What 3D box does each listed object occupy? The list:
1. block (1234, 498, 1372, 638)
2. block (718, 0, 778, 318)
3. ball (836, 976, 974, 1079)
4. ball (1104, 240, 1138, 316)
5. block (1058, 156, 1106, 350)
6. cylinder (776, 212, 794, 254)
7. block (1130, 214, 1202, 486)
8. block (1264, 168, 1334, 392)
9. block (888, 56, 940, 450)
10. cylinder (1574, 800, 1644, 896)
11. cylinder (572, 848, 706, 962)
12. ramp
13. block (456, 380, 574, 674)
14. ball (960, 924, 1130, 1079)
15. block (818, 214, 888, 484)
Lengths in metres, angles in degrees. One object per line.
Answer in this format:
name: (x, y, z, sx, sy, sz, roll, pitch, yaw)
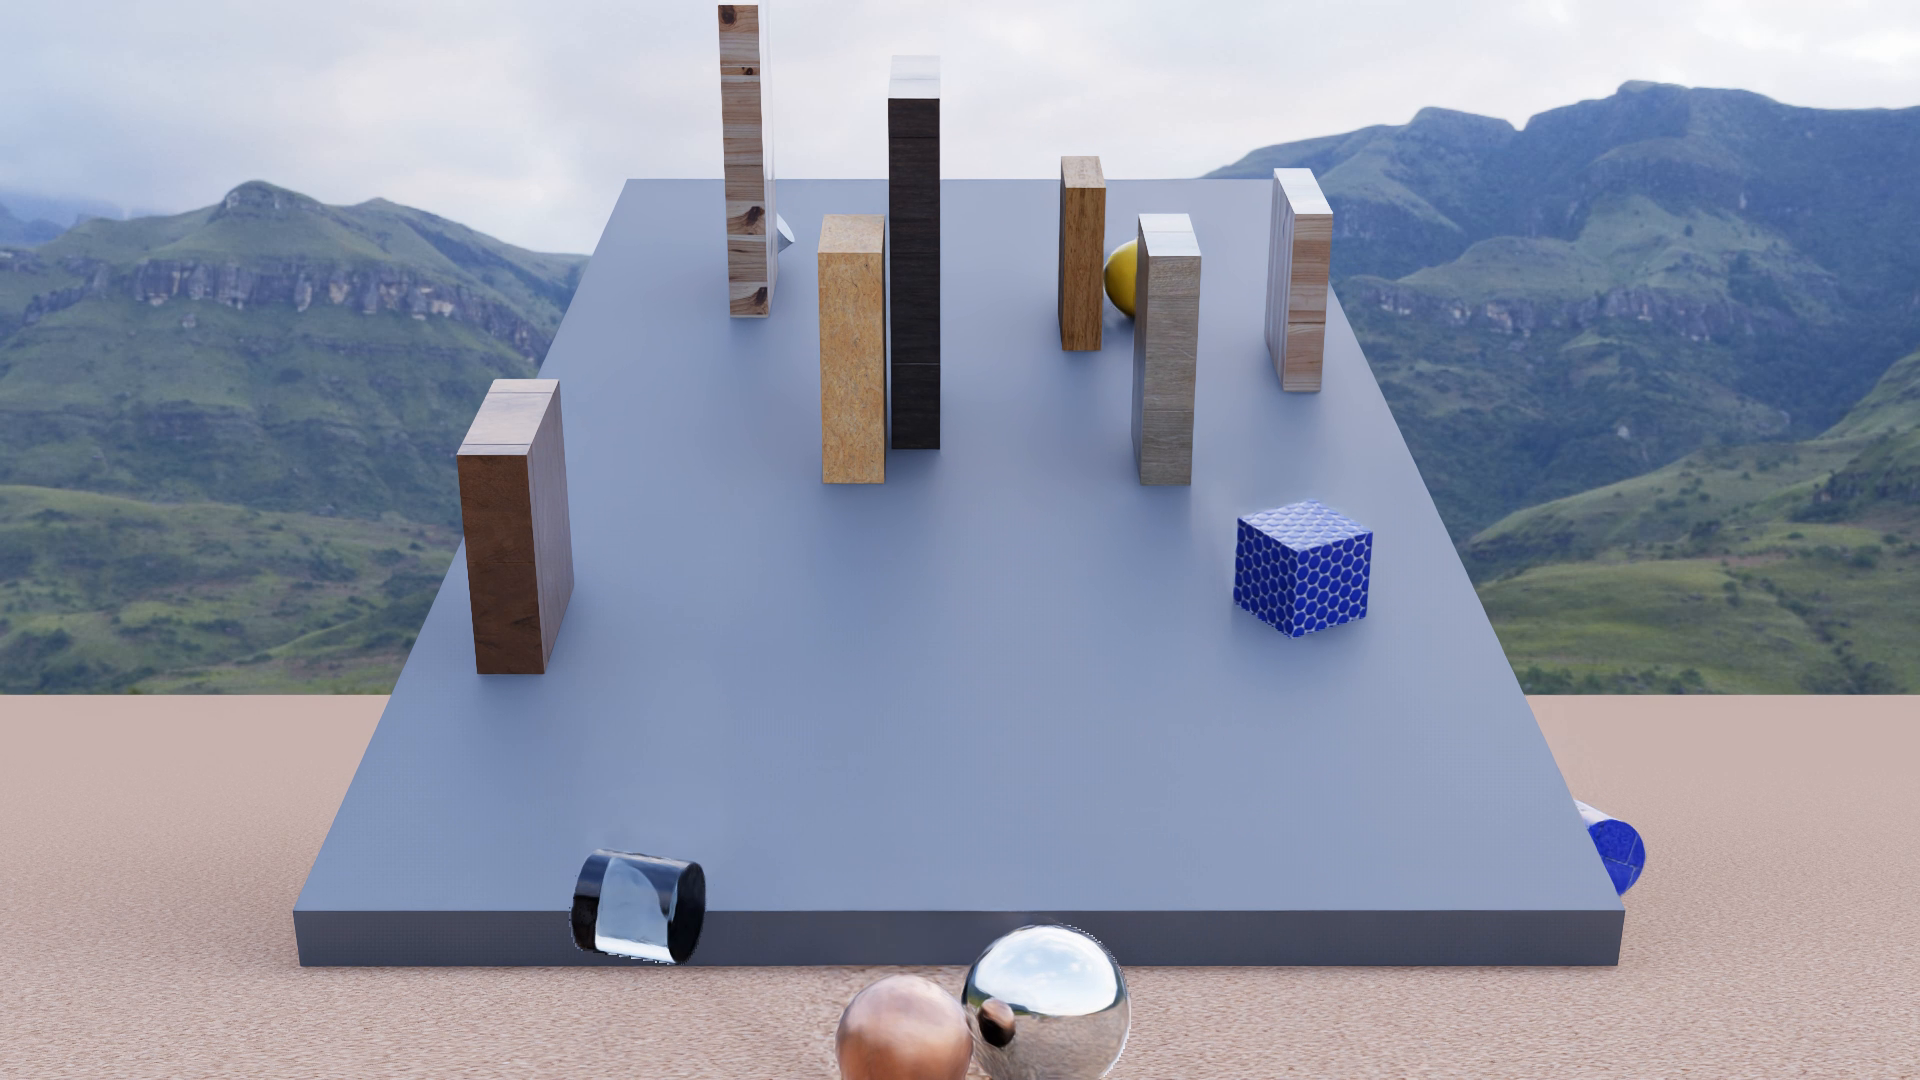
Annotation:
block: (0.644, 0.052, 4.395, 0.178, 0.178, 0.178, -14, 28, -28)
block: (-0.538, -1.009, 5.971, 0.097, 0.795, 0.383, 0, 25, 0)
ball: (-0.055, 0.500, 2.311, 0.136, 0.136, 0.136, 0, -4, 0)
ball: (0.464, -0.666, 5.942, 0.199, 0.199, 0.199, 0, -4, 0)
block: (0.300, -0.713, 5.787, 0.095, 0.412, 0.283, 0, 25, 0)
cylinder: (-0.526, -0.821, 6.329, 0.111, 0.111, 0.111, -35, -14, 14)
block: (0.439, -0.411, 5.008, 0.107, 0.510, 0.299, 0, 25, 0)
block: (0.805, -0.625, 5.574, 0.087, 0.432, 0.380, 0, 25, 0)
block: (-0.098, -0.640, 5.176, 0.107, 0.785, 0.396, 0, 25, 0)
cylinder: (1.274, 0.627, 4.735, 0.163, 0.163, 0.163, 1, 8, -14)
cylinder: (-0.465, 0.531, 3.390, 0.147, 0.147, 0.147, 5, -2, 15)
ramp: (-0.008, -0.229, 5.342, 2.000, 0.100, 4.000, 0, 25, 0)
block: (-0.806, -0.029, 4.267, 0.120, 0.425, 0.369, 0, 25, 0)
ball: (0.088, 0.487, 2.415, 0.176, 0.176, 0.176, 0, -4, 0)
block: (-0.227, -0.410, 5.000, 0.131, 0.513, 0.270, 0, 25, 0)
